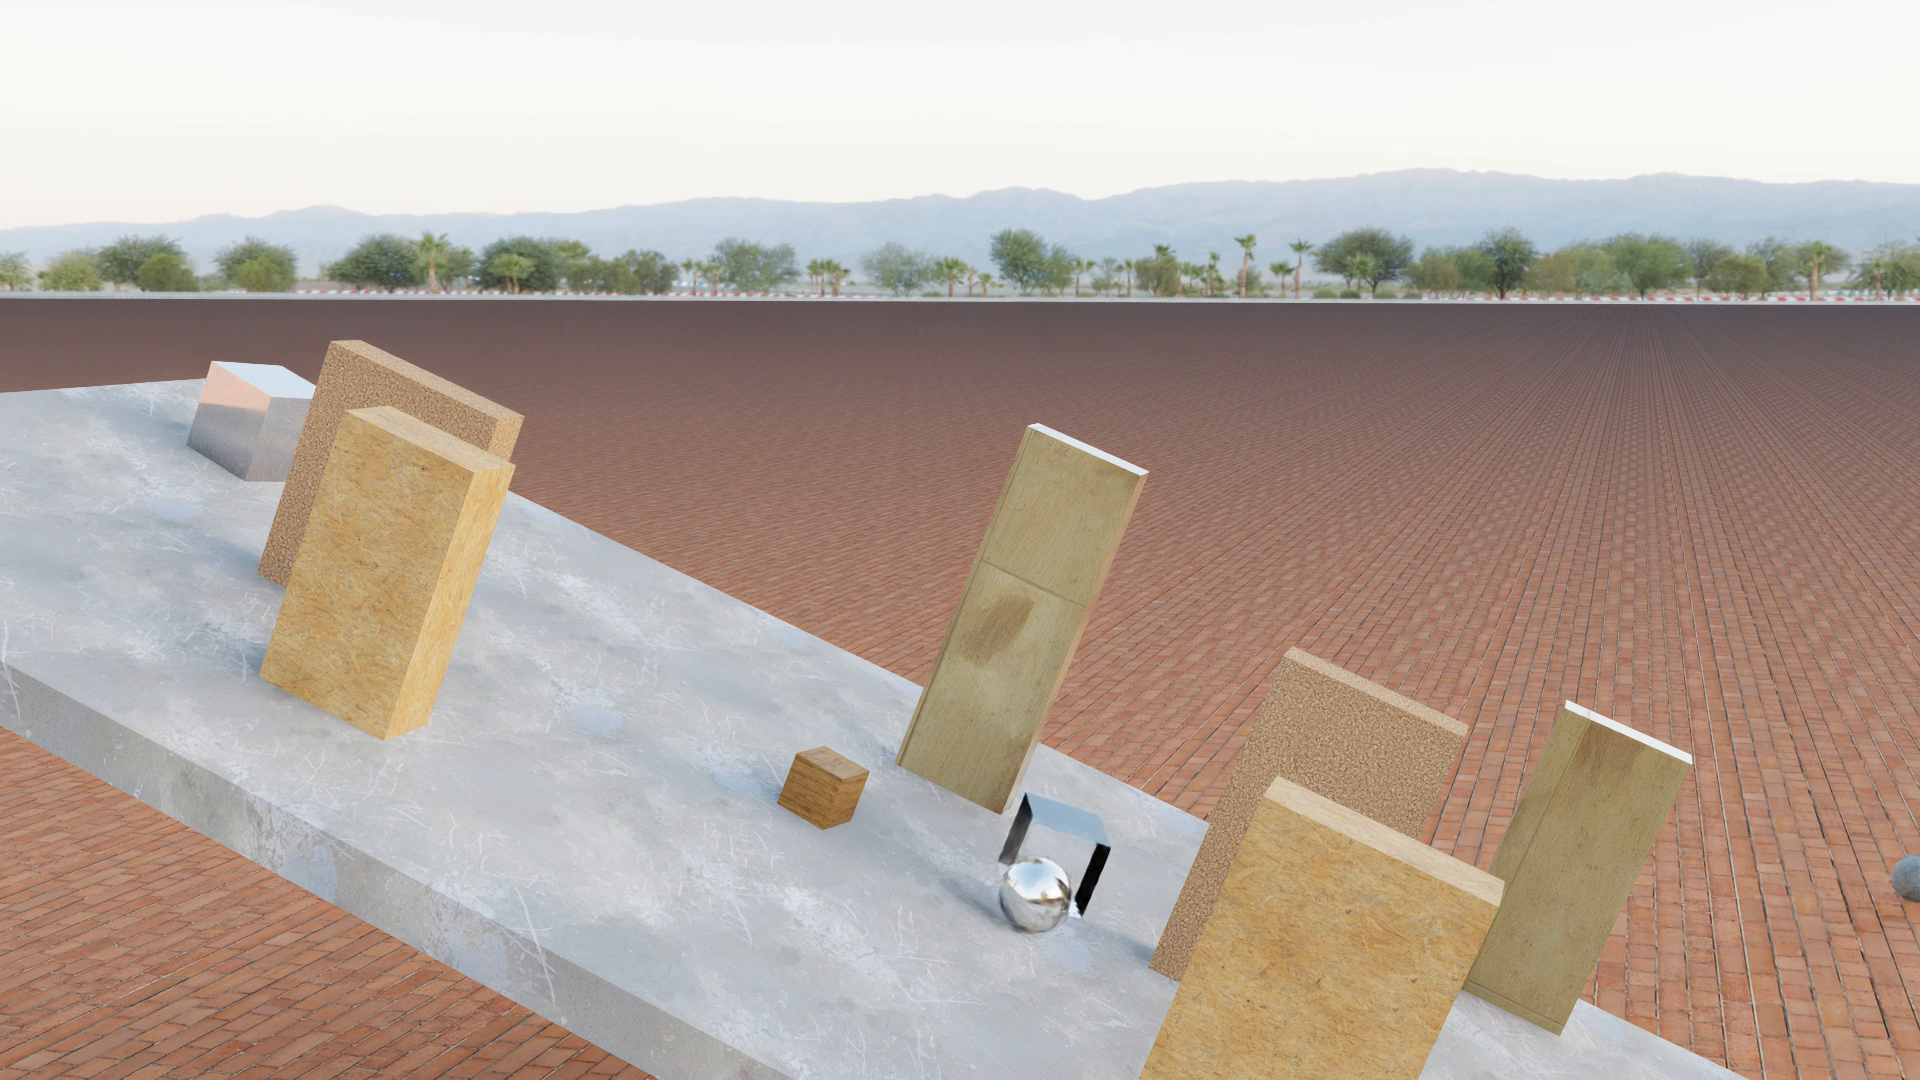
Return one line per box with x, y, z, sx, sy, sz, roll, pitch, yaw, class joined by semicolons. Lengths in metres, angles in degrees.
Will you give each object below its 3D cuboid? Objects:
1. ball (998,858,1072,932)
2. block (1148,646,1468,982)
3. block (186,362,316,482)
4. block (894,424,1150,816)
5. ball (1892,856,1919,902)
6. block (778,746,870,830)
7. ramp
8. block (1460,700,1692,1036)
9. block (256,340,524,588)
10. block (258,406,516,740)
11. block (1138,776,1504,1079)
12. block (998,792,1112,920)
0.137;0.643;3.985;0.135;0.135;0.135;0;7;0;ball
0.627;0.558;3.983;0.342;0.639;0.107;24;13;13;block
-1.535;-0.259;4.846;0.199;0.199;0.199;28;14;26;block
0.122;0.164;4.506;0.250;0.765;0.084;24;13;13;block
2.829;1.001;6.503;0.135;0.135;0.135;0;7;0;ball
-0.256;0.466;4.140;0.107;0.107;0.107;27;14;22;block
-0.308;0.546;4.195;4.000;0.100;2.000;24;13;13;ramp
1.240;0.674;4.519;0.266;0.631;0.089;24;13;13;block
-1.090;-0.085;4.200;0.377;0.483;0.100;24;13;13;block
-0.983;0.054;3.769;0.261;0.498;0.141;24;13;13;block
0.491;0.707;3.186;0.353;0.623;0.134;24;13;13;block
0.178;0.600;4.186;0.154;0.154;0.154;19;13;-10;block
